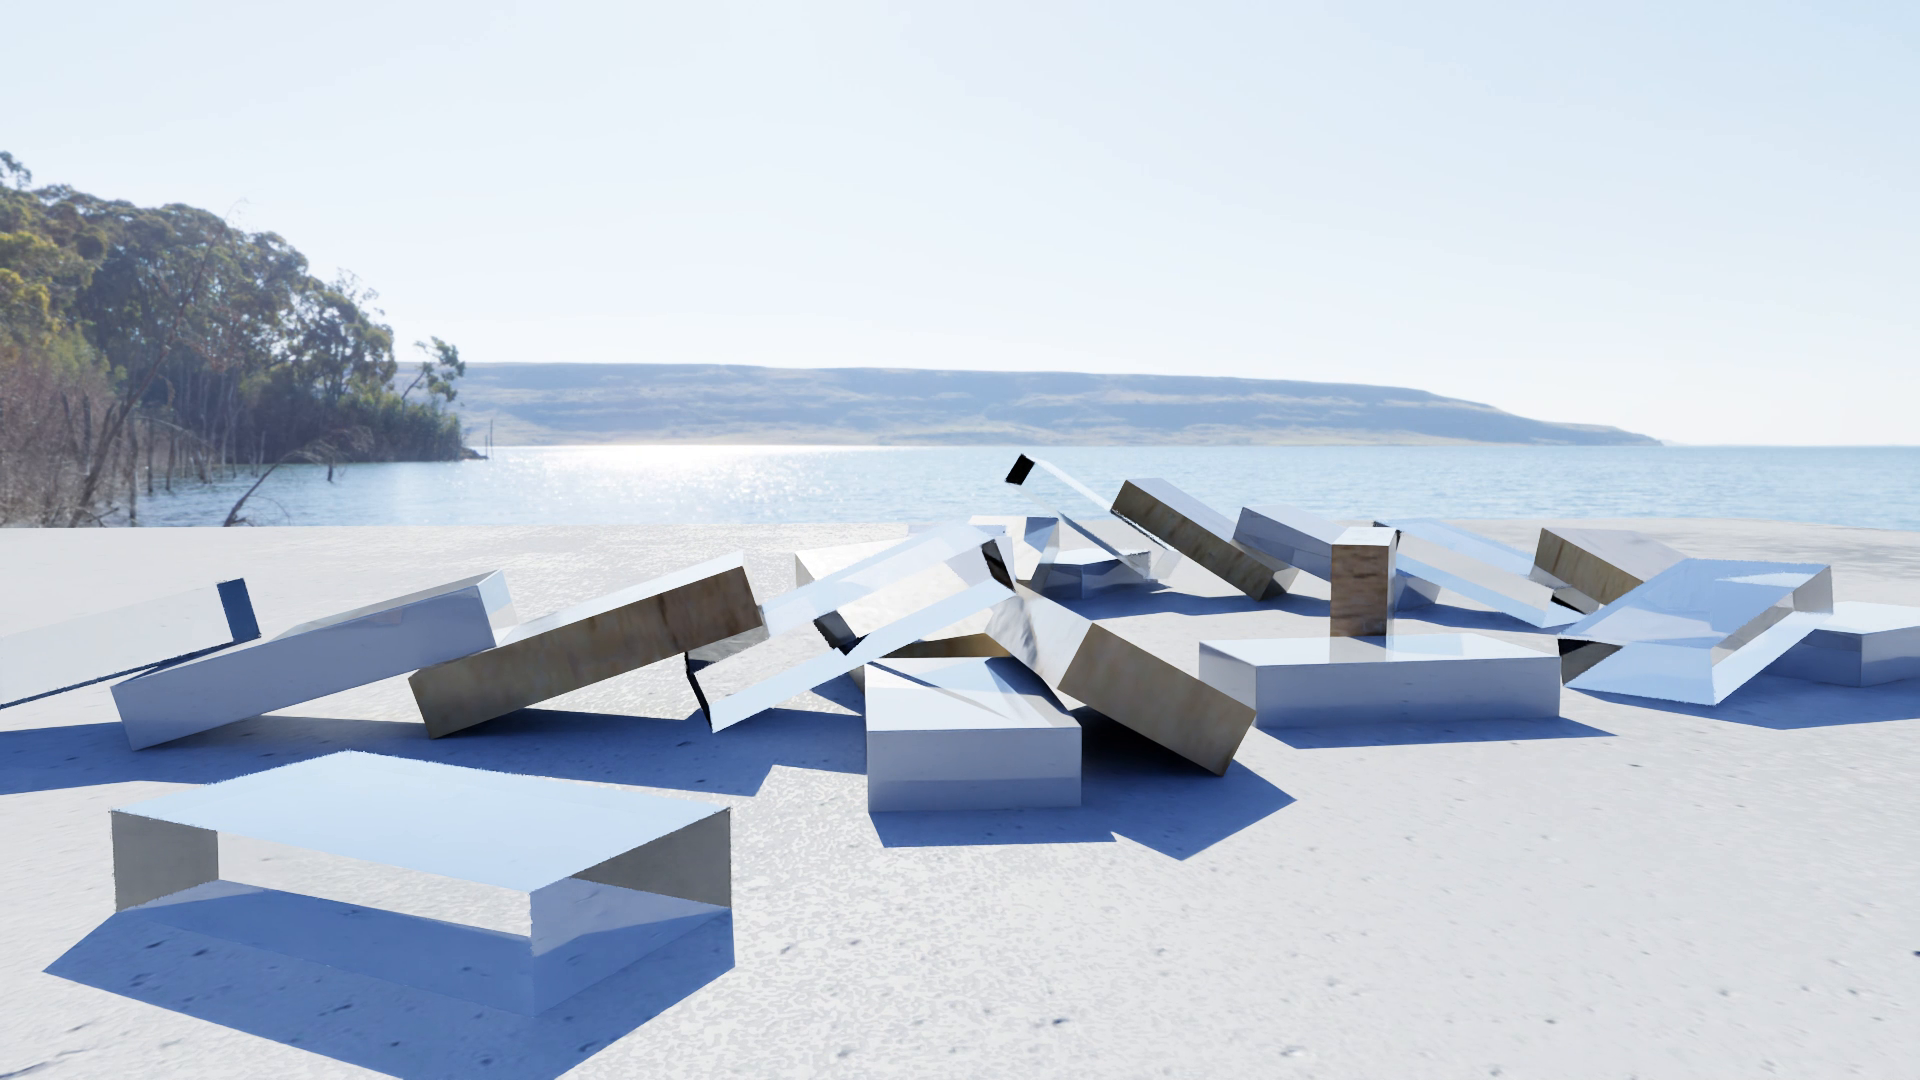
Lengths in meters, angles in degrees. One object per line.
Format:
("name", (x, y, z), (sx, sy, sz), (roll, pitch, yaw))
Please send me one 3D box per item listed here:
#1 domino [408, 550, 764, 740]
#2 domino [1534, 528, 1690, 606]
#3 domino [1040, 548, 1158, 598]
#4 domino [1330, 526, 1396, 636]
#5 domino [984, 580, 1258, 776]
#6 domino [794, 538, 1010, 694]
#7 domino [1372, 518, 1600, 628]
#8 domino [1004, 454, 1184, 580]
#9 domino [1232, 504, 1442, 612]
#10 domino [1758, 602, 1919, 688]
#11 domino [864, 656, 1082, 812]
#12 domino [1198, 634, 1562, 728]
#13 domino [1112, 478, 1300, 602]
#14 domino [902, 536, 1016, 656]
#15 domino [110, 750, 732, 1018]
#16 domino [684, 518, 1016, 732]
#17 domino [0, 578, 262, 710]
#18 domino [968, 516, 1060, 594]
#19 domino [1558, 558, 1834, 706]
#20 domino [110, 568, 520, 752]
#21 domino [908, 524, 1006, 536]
("domino", (-0.056, 0.015, 0.200), (0.050, 0.010, 0.025), (-19, 8, -7))
("domino", (0.157, 0.010, 0.292), (0.025, 0.010, 0.050), (2, 18, -9))
("domino", (0.037, 0.009, 0.380), (0.025, 0.009, 0.050), (3, 5, 33))
("domino", (0.078, 0.012, 0.248), (0.009, 0.025, 0.050), (2, 5, 20))
("domino", (0.021, 0.018, 0.186), (0.025, 0.010, 0.050), (29, -1, -10))
("domino", (-0.012, 0.013, 0.235), (0.025, 0.009, 0.050), (-7, 21, -19))
("domino", (0.131, 0.007, 0.322), (0.025, 0.010, 0.050), (-3, 21, -37))
("domino", (0.039, -0.007, 0.370), (0.050, 0.009, 0.025), (35, 11, 19))
("domino", (0.102, 0.004, 0.348), (0.050, 0.009, 0.025), (28, 22, 38))
("domino", (0.172, 0.019, 0.247), (0.050, 0.010, 0.025), (-3, 5, -31))
("domino", (0.000, 0.025, 0.174), (0.025, 0.009, 0.050), (0, 4, -5))
("domino", (0.067, 0.022, 0.208), (0.050, 0.010, 0.025), (-1, 4, -9))
("domino", (0.070, -0.001, 0.366), (0.050, 0.009, 0.025), (35, 21, 25))
("domino", (-0.001, 0.012, 0.269), (0.025, 0.010, 0.050), (0, 19, 1))
("domino", (-0.049, 0.029, 0.117), (0.050, 0.010, 0.025), (2, 5, 25))
("domino", (-0.018, 0.012, 0.204), (0.050, 0.010, 0.025), (-24, 13, -9))
("domino", (-0.133, 0.017, 0.187), (0.025, 0.009, 0.050), (-7, 9, 46))
("domino", (0.011, 0.006, 0.345), (0.025, 0.010, 0.050), (2, 19, 12))
("domino", (0.132, 0.015, 0.229), (0.050, 0.009, 0.025), (-19, 13, -35))
("domino", (-0.095, 0.017, 0.194), (0.050, 0.010, 0.025), (-16, 7, -10))
("domino", (-0.001, 0.009, 0.308), (0.025, 0.009, 0.050), (0, 19, 1))
